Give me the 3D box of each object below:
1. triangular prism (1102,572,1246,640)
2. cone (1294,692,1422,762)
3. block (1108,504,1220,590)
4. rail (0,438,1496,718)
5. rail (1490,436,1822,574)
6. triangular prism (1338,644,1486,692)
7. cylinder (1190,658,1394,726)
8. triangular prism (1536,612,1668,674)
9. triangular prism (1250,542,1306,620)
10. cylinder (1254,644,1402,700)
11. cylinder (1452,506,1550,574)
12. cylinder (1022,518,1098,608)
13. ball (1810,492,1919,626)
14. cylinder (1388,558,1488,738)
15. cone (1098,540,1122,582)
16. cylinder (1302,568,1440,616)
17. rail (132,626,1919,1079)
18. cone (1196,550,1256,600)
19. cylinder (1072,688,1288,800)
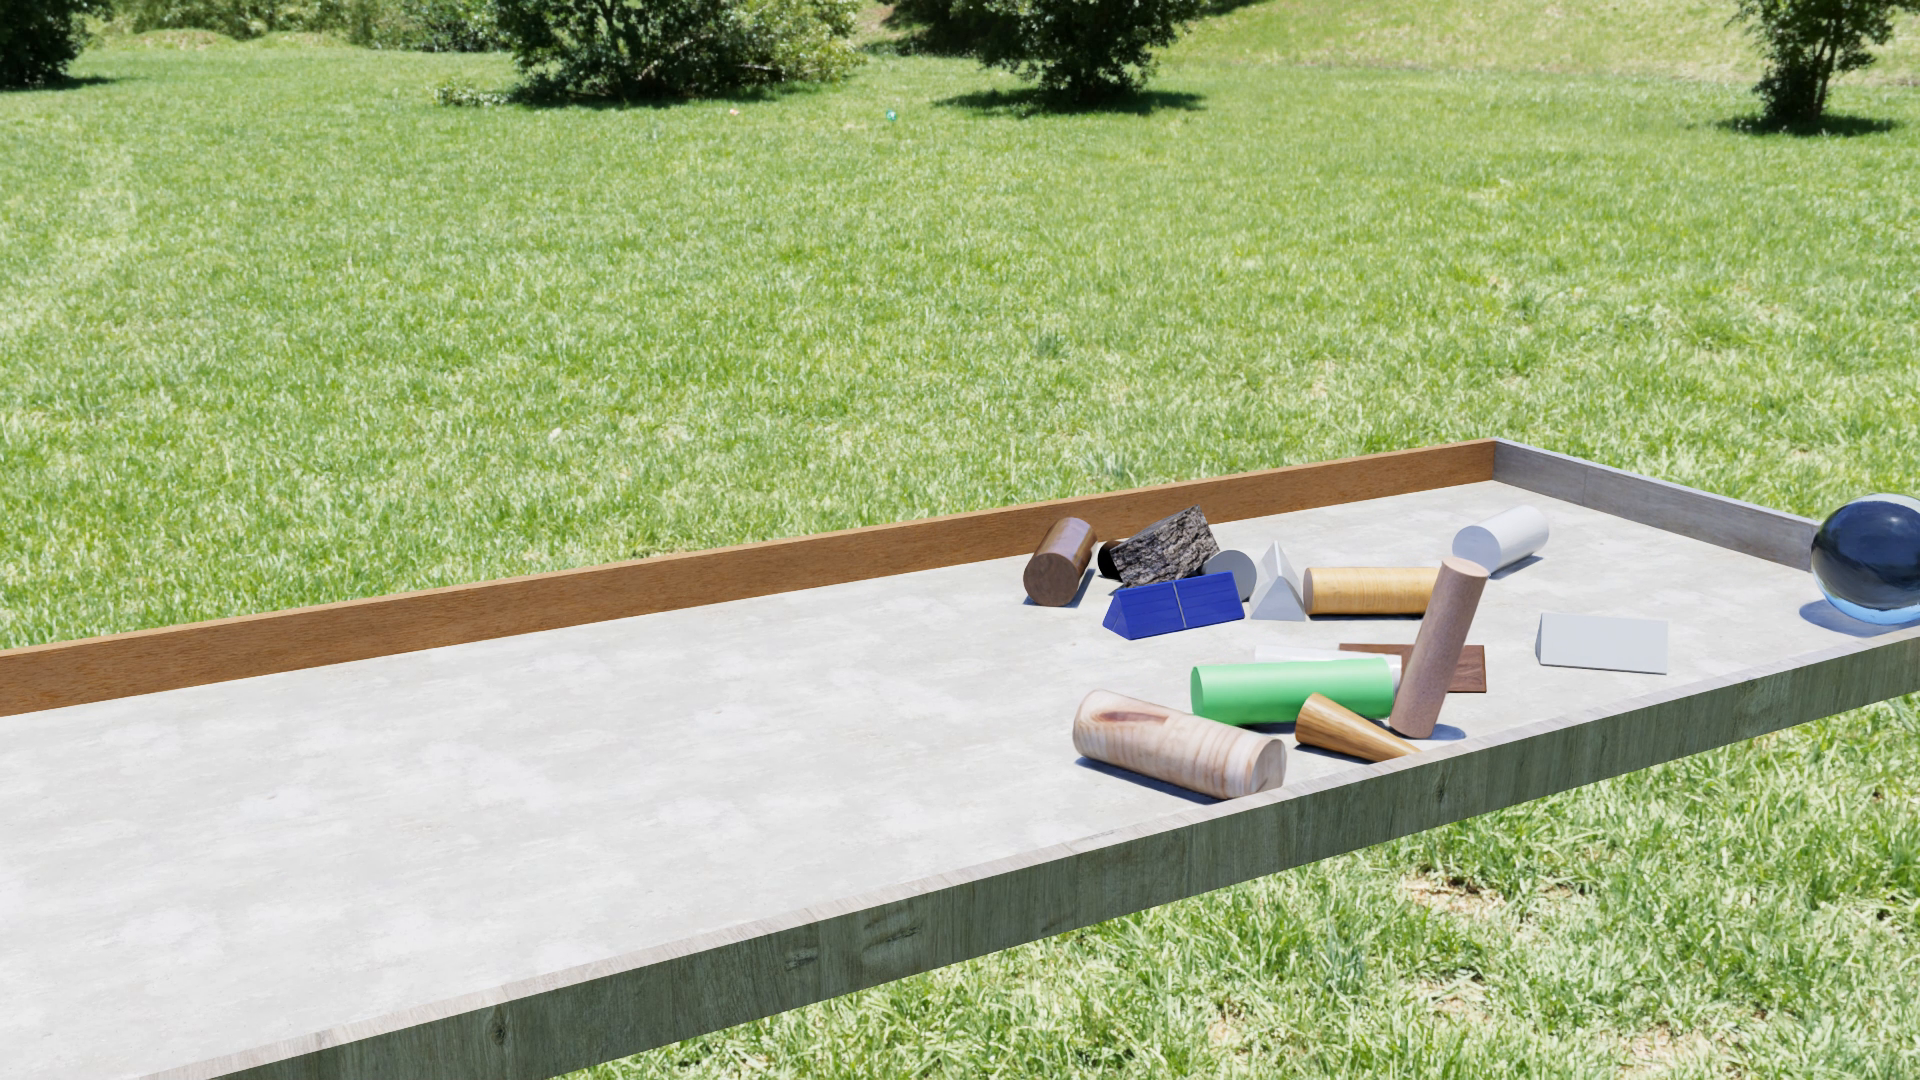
[{"bbox_3d":[0.594,0.169,4.559,0.386,0.118,0.137,-9,18,-27],"label":"triangular prism"},{"bbox_3d":[0.973,0.474,3.636,0.460,0.122,0.122,21,25,33],"label":"cone"},{"bbox_3d":[0.607,0.032,4.865,0.157,0.157,0.350,-25,1,33],"label":"block"},{"bbox_3d":[-3.305,0.497,3.399,12.000,0.150,0.050,-9,18,-27],"label":"rail"},{"bbox_3d":[2.466,-0.048,5.253,0.050,0.150,2.100,-9,18,-27],"label":"rail"},{"bbox_3d":[1.122,0.308,4.115,0.358,0.103,0.118,1,17,2],"label":"triangular prism"},{"bbox_3d":[0.775,0.358,3.867,0.445,0.143,0.143,-2,16,-4],"label":"cylinder"},{"bbox_3d":[1.660,0.254,4.265,0.306,0.121,0.140,4,17,12],"label":"triangular prism"},{"bbox_3d":[0.910,0.111,4.735,0.149,0.129,0.346,2,16,8],"label":"triangular prism"},{"bbox_3d":[0.897,0.327,4.036,0.345,0.117,0.117,4,17,14],"label":"cylinder"},{"bbox_3d":[1.665,0.000,5.074,0.158,0.158,0.325,15,22,41],"label":"cylinder"},{"bbox_3d":[0.299,0.061,4.860,0.161,0.161,0.384,4,17,12],"label":"cylinder"},{"bbox_3d":[2.543,0.051,4.532,0.366,0.366,0.366,0,16,0],"label":"ball"},{"bbox_3d":[1.089,0.247,3.760,0.103,0.413,0.103,11,21,-4],"label":"cylinder"},{"bbox_3d":[0.600,0.047,5.088,0.123,0.123,0.427,14,13,39],"label":"cone"},{"bbox_3d":[1.168,0.143,4.631,0.383,0.134,0.134,0,16,-1],"label":"cylinder"},{"bbox_3d":[-2.336,1.006,1.665,12.000,0.150,0.050,-9,18,-27],"label":"rail"},{"bbox_3d":[0.749,0.097,4.891,0.155,0.155,0.331,-3,3,-10],"label":"cone"},{"bbox_3d":[0.469,0.447,3.559,0.445,0.155,0.155,13,21,38],"label":"cylinder"}]
